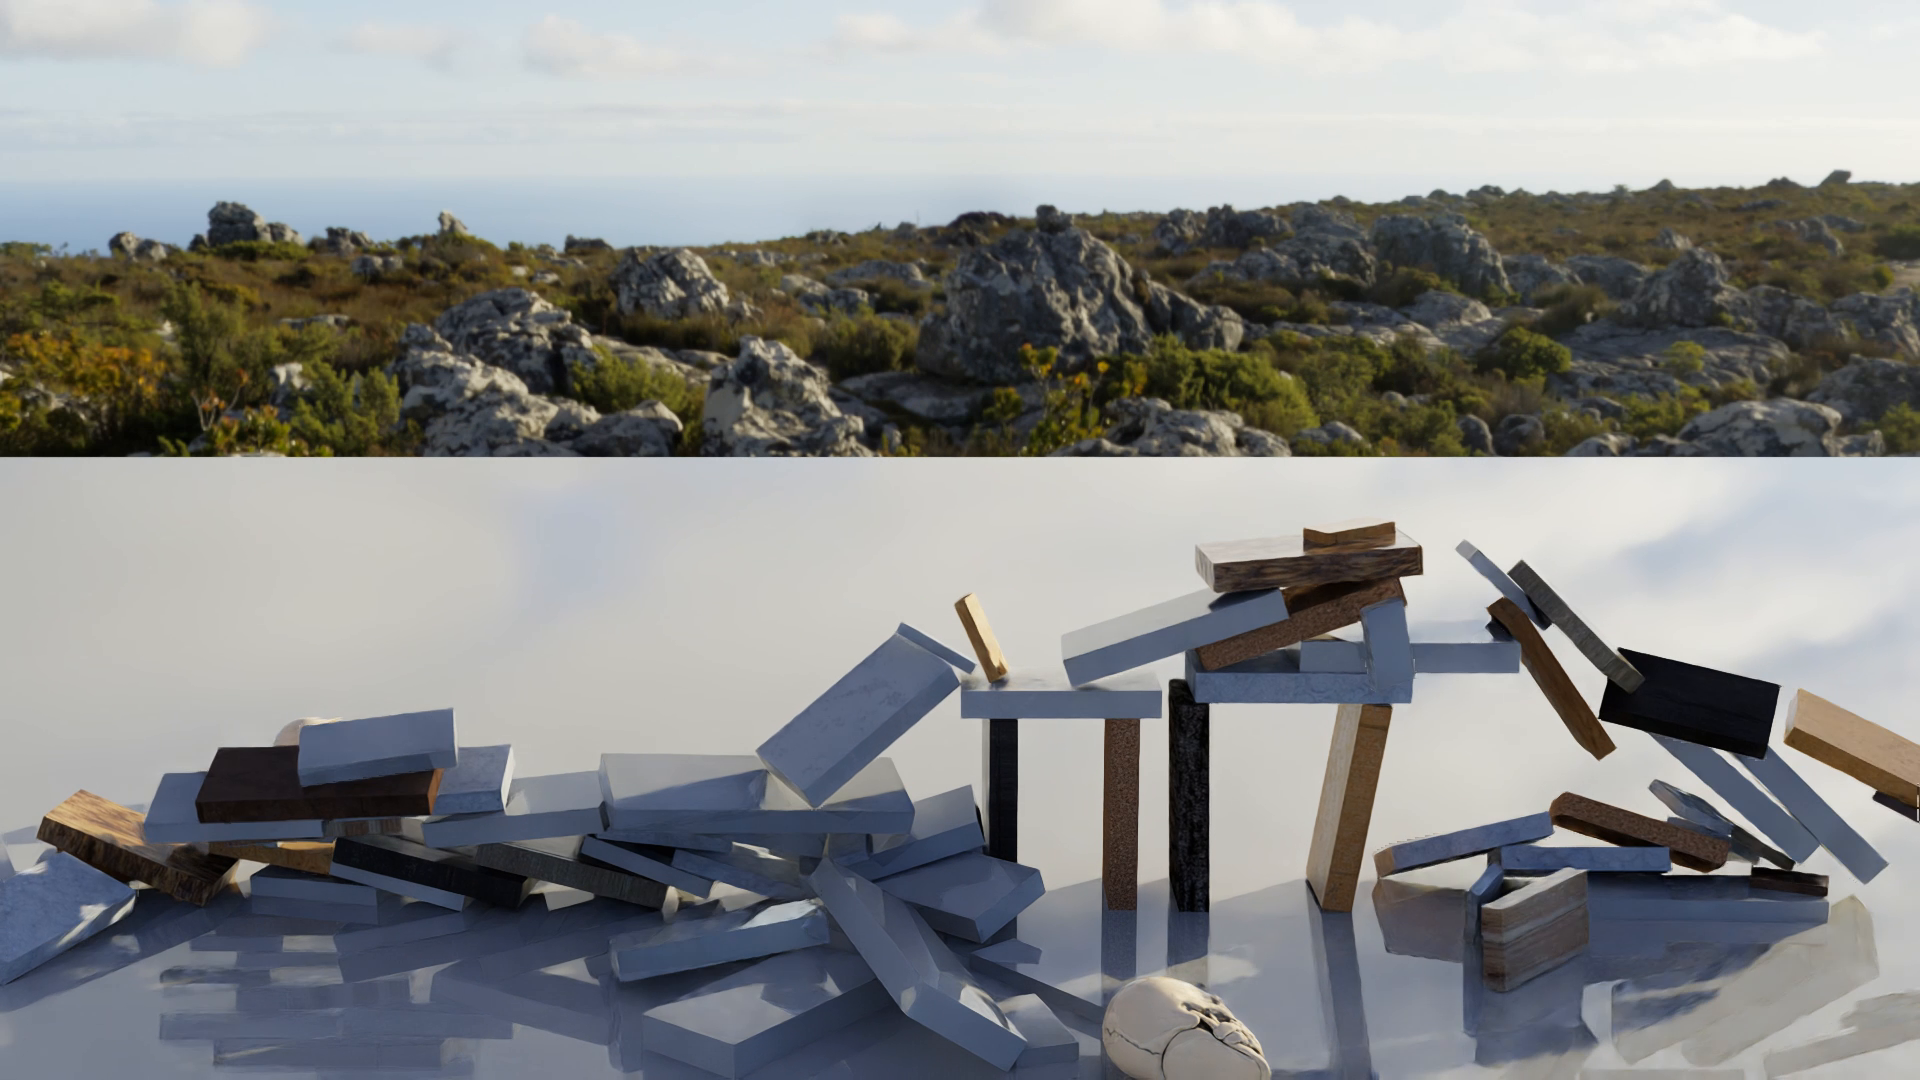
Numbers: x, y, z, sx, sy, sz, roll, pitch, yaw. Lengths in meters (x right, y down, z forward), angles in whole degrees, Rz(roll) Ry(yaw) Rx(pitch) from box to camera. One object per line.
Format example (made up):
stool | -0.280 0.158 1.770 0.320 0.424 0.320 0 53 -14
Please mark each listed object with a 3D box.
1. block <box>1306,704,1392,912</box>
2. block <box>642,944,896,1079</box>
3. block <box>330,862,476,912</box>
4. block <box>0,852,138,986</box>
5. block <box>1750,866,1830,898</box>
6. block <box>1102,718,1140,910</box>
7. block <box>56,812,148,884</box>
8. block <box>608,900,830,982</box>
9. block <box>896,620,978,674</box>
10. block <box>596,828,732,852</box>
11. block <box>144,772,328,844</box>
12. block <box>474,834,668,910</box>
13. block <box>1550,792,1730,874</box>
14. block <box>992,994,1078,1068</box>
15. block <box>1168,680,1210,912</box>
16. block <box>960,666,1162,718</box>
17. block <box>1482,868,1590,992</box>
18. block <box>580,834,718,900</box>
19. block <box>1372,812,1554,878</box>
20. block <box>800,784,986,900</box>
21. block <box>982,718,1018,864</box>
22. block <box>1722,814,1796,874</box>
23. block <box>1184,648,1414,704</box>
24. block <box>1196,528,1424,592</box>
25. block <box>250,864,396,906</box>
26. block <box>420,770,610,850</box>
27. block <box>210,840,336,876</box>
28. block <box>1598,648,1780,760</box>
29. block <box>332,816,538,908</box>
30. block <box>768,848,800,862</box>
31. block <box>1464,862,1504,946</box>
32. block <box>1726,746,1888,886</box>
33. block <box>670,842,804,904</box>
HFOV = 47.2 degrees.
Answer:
block | 0.641 0.418 3.635 0.049 0.346 0.173 9 10 -2
block | -0.265 0.664 3.132 0.175 0.050 0.350 8 13 37
block | -0.911 0.551 3.646 0.230 0.033 0.115 15 12 5
block | -1.437 0.584 3.416 0.146 0.041 0.292 25 19 11
block | 1.357 0.559 3.598 0.120 0.017 0.060 4 11 23
block | 0.266 0.431 3.640 0.046 0.323 0.162 0 11 0
block | -1.400 0.522 3.741 0.121 0.034 0.243 27 11 16
block | -0.366 0.603 3.316 0.312 0.044 0.156 -8 1 -14
block | -0.037 0.176 3.610 0.140 0.020 0.070 30 1 4
block | -0.492 0.469 3.626 0.221 0.031 0.111 9 11 -16
block | -1.153 0.425 3.536 0.274 0.039 0.137 -2 30 -4
block | -0.634 0.529 3.655 0.312 0.044 0.156 15 10 -4
block | 1.135 0.491 3.688 0.274 0.039 0.137 17 -12 9
block | 0.093 0.686 3.082 0.090 0.026 0.181 -3 11 -17
block | 0.378 0.420 3.635 0.049 0.346 0.173 -1 11 0
block | 0.162 0.250 3.607 0.323 0.046 0.162 0 11 0
block | 0.874 0.588 3.333 0.035 0.124 0.248 3 9 45
block | -0.505 0.525 3.637 0.221 0.031 0.111 20 10 2
block | 0.844 0.513 3.696 0.274 0.039 0.137 -12 -14 -5
block | -0.114 0.499 3.640 0.304 0.043 0.152 -18 17 2
block | 0.065 0.431 3.641 0.046 0.323 0.162 -1 11 -4
block | 1.318 0.501 3.668 0.075 0.021 0.150 29 7 -20
block | 0.550 0.222 3.598 0.346 0.049 0.173 0 11 0
block | 0.563 0.031 3.570 0.336 0.048 0.168 -5 11 -3
block | -1.056 0.570 3.690 0.230 0.033 0.115 3 11 14
block | -0.701 0.437 3.590 0.312 0.044 0.156 -7 17 15
block | -1.136 0.518 3.726 0.230 0.033 0.115 8 10 13
block | 1.188 0.264 3.582 0.261 0.037 0.130 13 50 19
block | -0.858 0.524 3.641 0.312 0.044 0.156 14 12 1
block | -0.256 0.535 3.903 0.081 0.023 0.161 9 13 36
block | 0.811 0.564 3.405 0.019 0.135 0.068 31 57 31
block | 1.382 0.419 3.660 0.353 0.050 0.176 47 9 15
block | -0.363 0.541 3.642 0.221 0.031 0.111 19 10 -5
